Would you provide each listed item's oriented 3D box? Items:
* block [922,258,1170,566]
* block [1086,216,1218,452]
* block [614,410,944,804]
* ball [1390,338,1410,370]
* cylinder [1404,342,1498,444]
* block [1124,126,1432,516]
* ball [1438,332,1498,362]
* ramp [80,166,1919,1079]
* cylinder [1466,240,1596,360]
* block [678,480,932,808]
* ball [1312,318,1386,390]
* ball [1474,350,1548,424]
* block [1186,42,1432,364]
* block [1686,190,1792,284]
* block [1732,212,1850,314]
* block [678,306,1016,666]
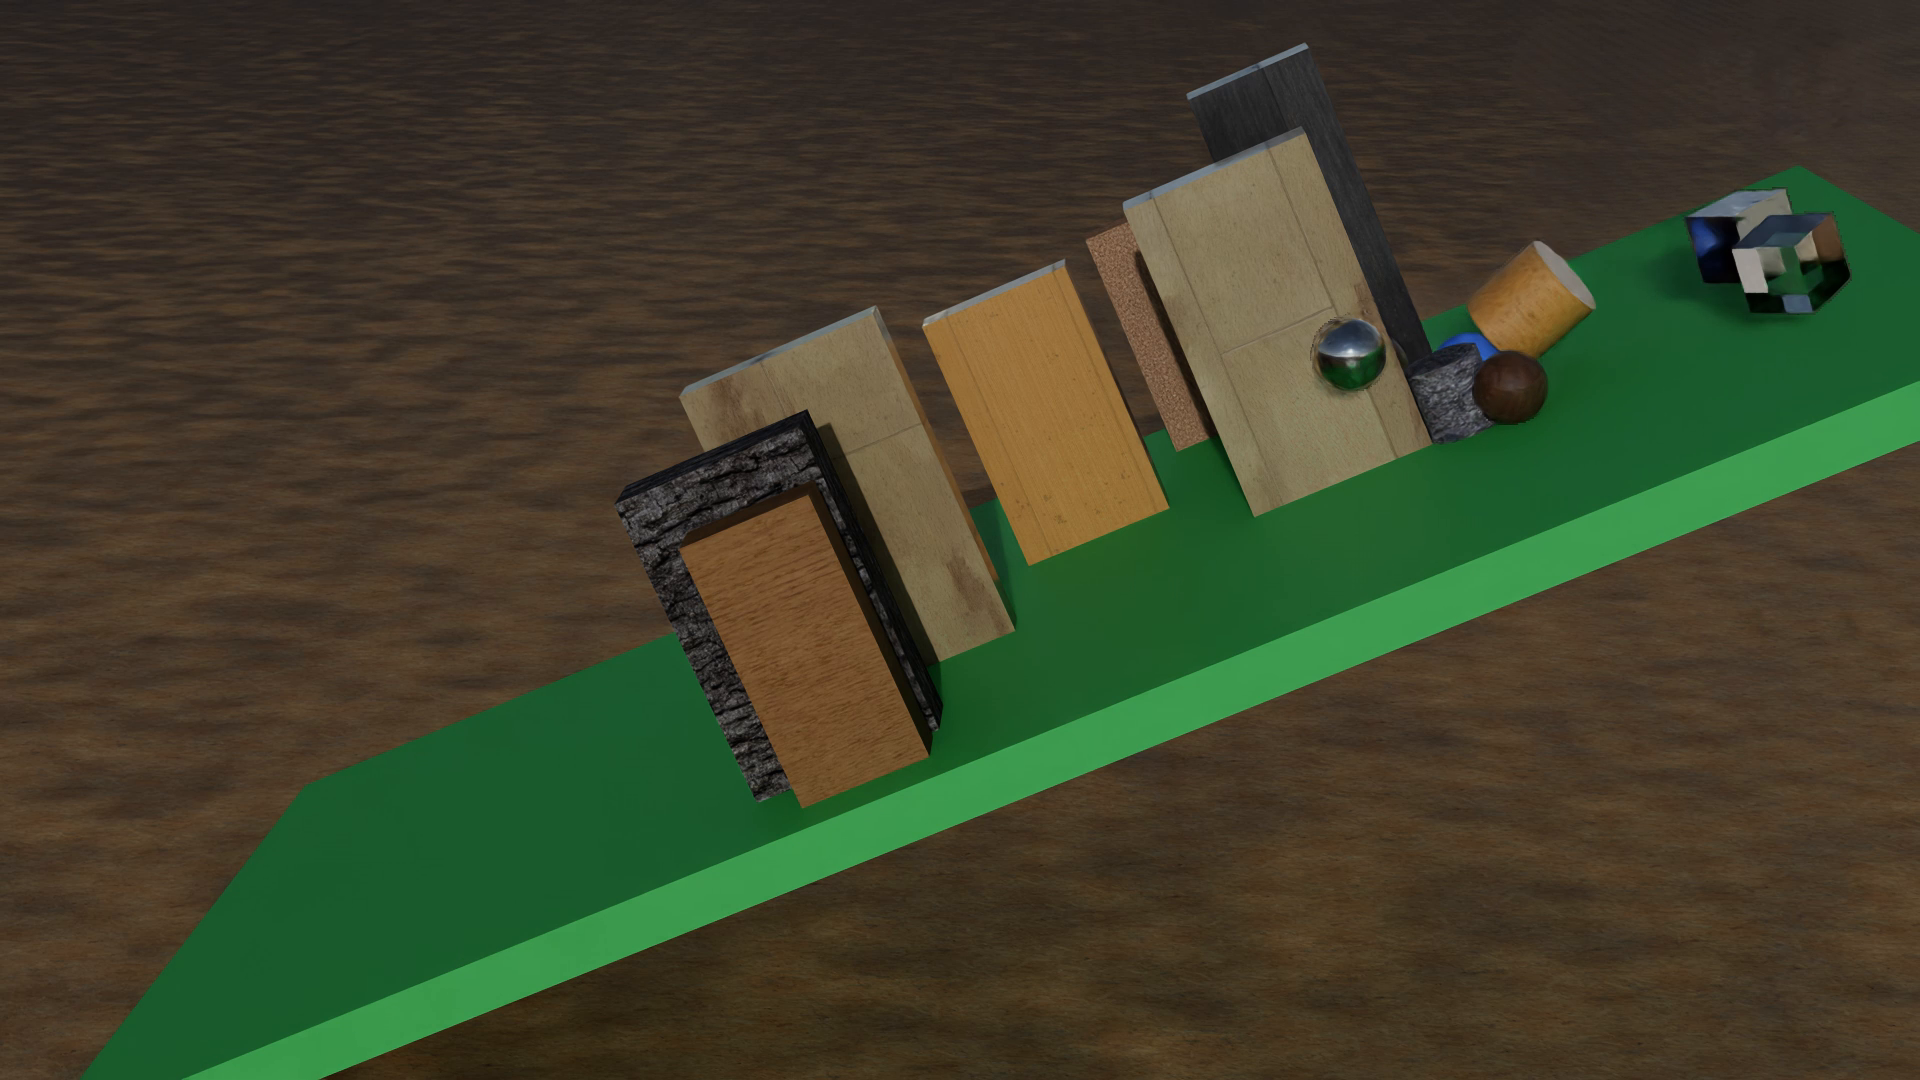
[{"bbox_3d":[0.190,-0.278,6.443,0.335,0.581,0.105,-22,13,8],"label":"block"},{"bbox_3d":[0.540,-0.520,6.867,0.306,0.545,0.100,-22,13,8],"label":"block"},{"bbox_3d":[-0.340,0.128,5.624,0.384,0.642,0.150,-22,13,8],"label":"block"},{"bbox_3d":[0.902,-0.371,6.454,0.169,0.169,0.169,0,15,0],"label":"ball"},{"bbox_3d":[1.007,-0.299,5.996,0.156,0.156,0.156,-23,13,5],"label":"cylinder"},{"bbox_3d":[0.650,-0.444,6.020,0.393,0.691,0.121,-22,13,8],"label":"block"},{"bbox_3d":[1.060,-0.355,6.130,0.155,0.155,0.155,0,15,0],"label":"ball"},{"bbox_3d":[0.131,0.171,6.285,4.000,0.100,2.000,-22,13,8],"label":"ramp"},{"bbox_3d":[1.190,-0.491,6.131,0.191,0.191,0.191,38,24,-21],"label":"cylinder"},{"bbox_3d":[-0.283,0.194,5.469,0.261,0.545,0.118,-22,13,8],"label":"block"},{"bbox_3d":[0.770,-0.368,5.813,0.145,0.145,0.145,0,15,0],"label":"ball"},{"bbox_3d":[1.100,-0.306,5.874,0.147,0.147,0.147,0,15,0],"label":"ball"},{"bbox_3d":[0.789,-0.690,6.576,0.285,0.775,0.125,-22,13,8],"label":"block"},{"bbox_3d":[1.554,-0.601,5.828,0.141,0.141,0.141,-27,16,-23],"label":"block"},{"bbox_3d":[1.599,-0.532,5.658,0.140,0.140,0.140,-38,26,-32],"label":"block"},{"bbox_3d":[-0.224,-0.064,6.026,0.429,0.716,0.102,-22,13,8],"label":"block"}]
